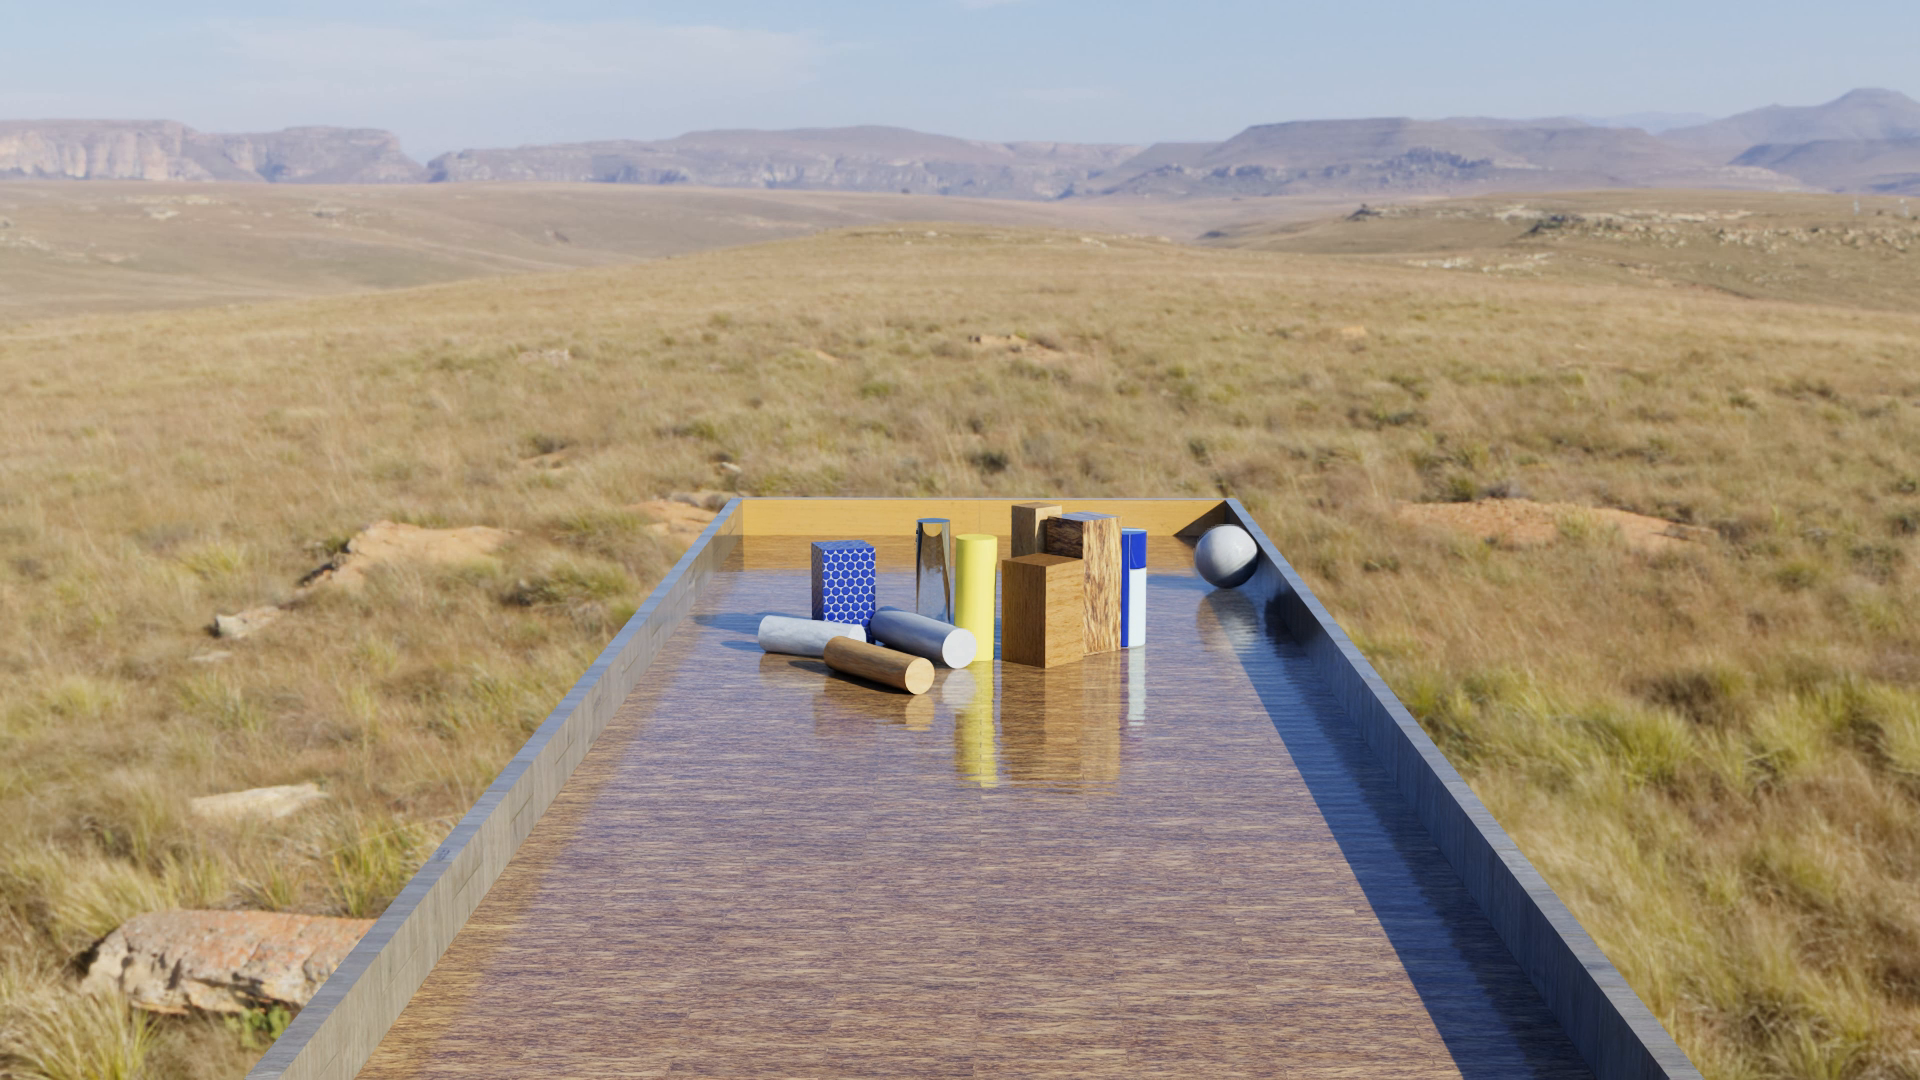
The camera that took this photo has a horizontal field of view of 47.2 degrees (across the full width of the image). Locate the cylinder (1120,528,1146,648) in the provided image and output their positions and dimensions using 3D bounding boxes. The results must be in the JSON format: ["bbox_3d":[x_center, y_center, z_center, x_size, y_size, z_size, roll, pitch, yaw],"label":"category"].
[{"bbox_3d":[0.513,0.149,6.921,0.146,0.359,0.146,0,9,0],"label":"cylinder"}]

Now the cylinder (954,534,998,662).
[{"bbox_3d":[0.047,0.175,6.710,0.125,0.372,0.125,1,9,0],"label":"cylinder"}]

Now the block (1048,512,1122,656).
[{"bbox_3d":[0.385,0.133,6.826,0.163,0.419,0.163,-7,11,-39],"label":"block"}]

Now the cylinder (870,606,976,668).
[{"bbox_3d":[-0.115,0.295,6.753,0.121,0.121,0.436,-6,11,-31],"label":"cylinder"}]

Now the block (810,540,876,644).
[{"bbox_3d":[-0.370,0.168,6.962,0.168,0.309,0.168,-3,9,-16],"label":"block"}]

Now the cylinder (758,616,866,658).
[{"bbox_3d":[-0.455,0.301,6.756,0.320,0.111,0.111,5,10,28],"label":"cylinder"}]

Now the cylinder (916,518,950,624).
[{"bbox_3d":[-0.084,0.133,6.918,0.108,0.392,0.108,0,9,0],"label":"cylinder"}]

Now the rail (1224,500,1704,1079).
[{"bbox_3d":[1.046,0.843,3.208,0.050,0.150,12.000,0,9,1],"label":"rail"}]

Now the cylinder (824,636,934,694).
[{"bbox_3d":[-0.239,0.361,6.396,0.104,0.104,0.405,-7,11,-38],"label":"cylinder"}]

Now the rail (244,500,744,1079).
[{"bbox_3d":[-1.004,0.839,3.234,0.050,0.150,12.000,0,9,1],"label":"rail"}]

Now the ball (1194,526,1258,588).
[{"bbox_3d":[0.958,0.061,7.899,0.227,0.227,0.227,0,9,0],"label":"ball"}]

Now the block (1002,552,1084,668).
[{"bbox_3d":[0.251,0.212,6.682,0.176,0.310,0.176,8,12,42],"label":"block"}]

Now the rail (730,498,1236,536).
[{"bbox_3d":[0.099,-0.098,9.147,2.100,0.150,0.050,0,9,1],"label":"rail"}]

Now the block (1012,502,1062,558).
[{"bbox_3d":[0.239,0.108,6.921,0.112,0.440,0.112,-8,12,-41],"label":"block"}]
